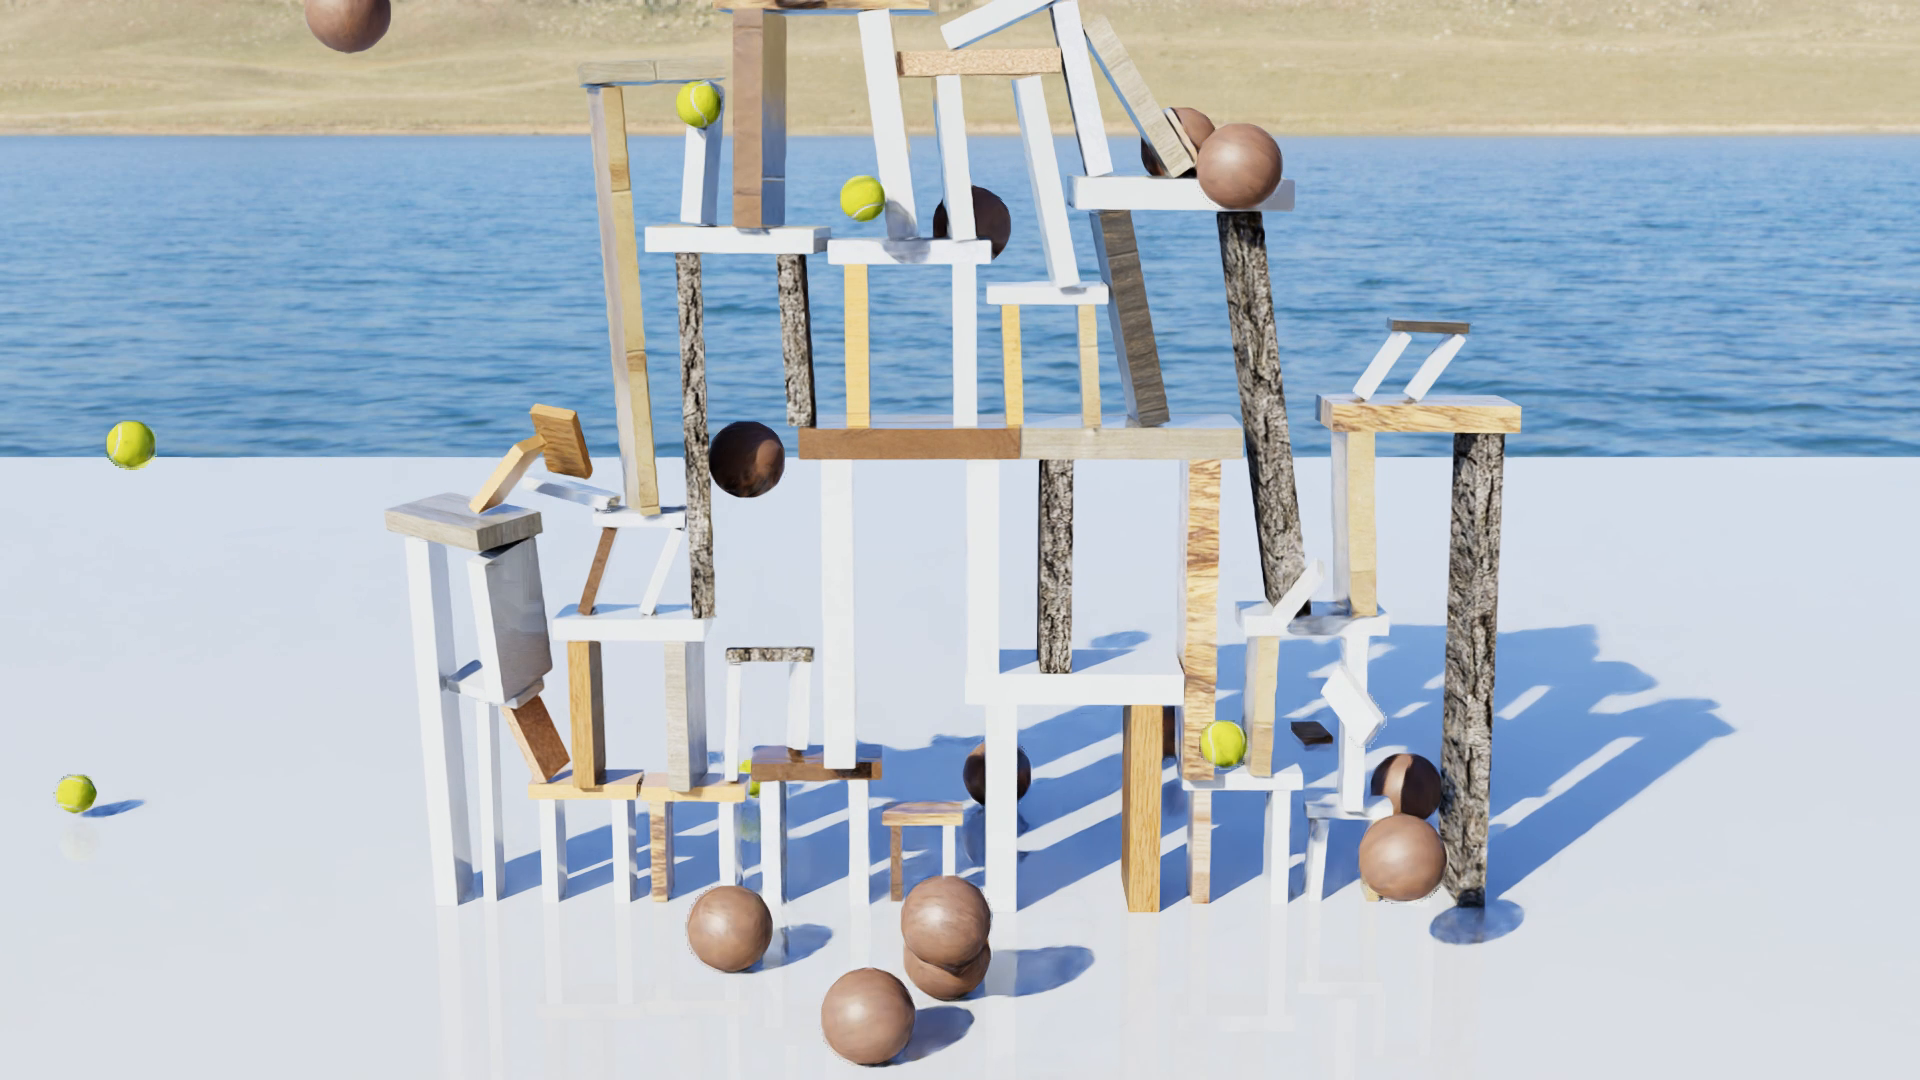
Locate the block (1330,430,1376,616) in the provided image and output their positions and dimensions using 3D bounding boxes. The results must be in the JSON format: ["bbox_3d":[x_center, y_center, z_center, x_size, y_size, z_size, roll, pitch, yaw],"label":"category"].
[{"bbox_3d":[0.636,-0.037,3.557,0.042,0.297,0.149,-3,11,-1],"label":"block"}]

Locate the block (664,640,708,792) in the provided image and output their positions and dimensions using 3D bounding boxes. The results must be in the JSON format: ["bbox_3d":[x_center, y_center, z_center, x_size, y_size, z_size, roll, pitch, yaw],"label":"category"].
[{"bbox_3d":[-0.448,0.275,3.604,0.034,0.248,0.121,1,10,8],"label":"block"}]

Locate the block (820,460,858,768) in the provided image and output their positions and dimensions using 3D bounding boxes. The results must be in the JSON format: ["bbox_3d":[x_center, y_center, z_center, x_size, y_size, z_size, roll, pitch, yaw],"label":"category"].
[{"bbox_3d":[-0.195,0.105,3.574,0.049,0.502,0.173,0,11,-1],"label":"block"}]

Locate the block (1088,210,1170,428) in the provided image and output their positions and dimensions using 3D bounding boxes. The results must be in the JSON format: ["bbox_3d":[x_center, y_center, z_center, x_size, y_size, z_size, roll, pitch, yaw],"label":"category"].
[{"bbox_3d":[0.268,-0.358,3.490,0.047,0.335,0.167,-12,12,0],"label":"block"}]

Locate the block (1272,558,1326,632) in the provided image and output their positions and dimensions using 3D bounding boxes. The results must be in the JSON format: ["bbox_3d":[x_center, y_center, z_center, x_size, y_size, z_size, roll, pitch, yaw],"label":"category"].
[{"bbox_3d":[0.530,0.085,3.445,0.016,0.115,0.058,32,25,-7],"label":"block"}]

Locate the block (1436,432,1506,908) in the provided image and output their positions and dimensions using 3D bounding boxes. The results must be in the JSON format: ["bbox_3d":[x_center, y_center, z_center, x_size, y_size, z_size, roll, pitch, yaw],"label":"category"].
[{"bbox_3d":[0.836,0.203,3.606,0.042,0.784,0.148,-1,11,-2],"label":"block"}]

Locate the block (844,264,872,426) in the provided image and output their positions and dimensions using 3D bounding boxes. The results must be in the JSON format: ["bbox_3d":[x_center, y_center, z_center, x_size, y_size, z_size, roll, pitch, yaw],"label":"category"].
[{"bbox_3d":[-0.162,-0.315,3.500,0.036,0.253,0.126,-1,11,-1],"label":"block"}]

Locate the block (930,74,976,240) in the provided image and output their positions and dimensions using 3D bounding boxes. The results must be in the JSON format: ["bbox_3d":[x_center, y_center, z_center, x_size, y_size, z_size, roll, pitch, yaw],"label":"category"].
[{"bbox_3d":[-0.011,-0.598,3.439,0.035,0.250,0.125,-7,11,-4],"label":"block"}]

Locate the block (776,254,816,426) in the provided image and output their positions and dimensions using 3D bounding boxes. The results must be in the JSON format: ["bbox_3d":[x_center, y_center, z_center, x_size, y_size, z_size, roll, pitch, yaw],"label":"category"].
[{"bbox_3d":[-0.259,-0.323,3.497,0.038,0.268,0.134,-3,10,0],"label":"block"}]

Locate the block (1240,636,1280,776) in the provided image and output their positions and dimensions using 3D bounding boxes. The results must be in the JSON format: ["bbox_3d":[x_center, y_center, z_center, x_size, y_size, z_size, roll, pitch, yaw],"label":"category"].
[{"bbox_3d":[0.489,0.258,3.600,0.033,0.231,0.116,2,10,-2],"label":"block"}]

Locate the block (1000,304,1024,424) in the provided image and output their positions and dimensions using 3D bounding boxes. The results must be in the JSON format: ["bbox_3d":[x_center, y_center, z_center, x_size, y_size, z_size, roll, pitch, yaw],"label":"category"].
[{"bbox_3d":[0.082,-0.285,3.502,0.027,0.189,0.094,-3,12,-1],"label":"block"}]

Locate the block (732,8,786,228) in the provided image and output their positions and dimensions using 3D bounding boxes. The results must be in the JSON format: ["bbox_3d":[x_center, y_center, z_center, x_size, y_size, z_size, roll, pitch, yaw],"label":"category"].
[{"bbox_3d":[-0.314,-0.658,3.447,0.047,0.329,0.164,2,10,8],"label":"block"}]

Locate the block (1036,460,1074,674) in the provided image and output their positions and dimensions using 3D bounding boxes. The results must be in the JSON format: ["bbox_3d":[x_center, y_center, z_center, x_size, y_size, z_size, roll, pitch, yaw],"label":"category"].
[{"bbox_3d":[0.154,0.027,3.563,0.049,0.347,0.173,0,11,0],"label":"block"}]

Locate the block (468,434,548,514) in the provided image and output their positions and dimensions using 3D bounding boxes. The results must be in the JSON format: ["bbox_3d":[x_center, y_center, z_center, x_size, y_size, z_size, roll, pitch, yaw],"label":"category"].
[{"bbox_3d":[-0.709,-0.103,3.448,0.020,0.141,0.071,45,26,4],"label":"block"}]

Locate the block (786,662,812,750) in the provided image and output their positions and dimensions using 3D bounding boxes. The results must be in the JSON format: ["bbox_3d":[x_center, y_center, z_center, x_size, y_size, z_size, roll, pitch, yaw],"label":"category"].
[{"bbox_3d":[-0.266,0.272,3.627,0.020,0.143,0.072,2,0,-17],"label":"block"}]

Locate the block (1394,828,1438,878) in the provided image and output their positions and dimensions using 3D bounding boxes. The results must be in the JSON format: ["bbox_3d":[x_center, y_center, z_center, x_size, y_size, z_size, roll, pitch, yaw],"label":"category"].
[{"bbox_3d":[0.815,0.543,3.824,0.058,0.016,0.277,6,8,23],"label":"block"}]

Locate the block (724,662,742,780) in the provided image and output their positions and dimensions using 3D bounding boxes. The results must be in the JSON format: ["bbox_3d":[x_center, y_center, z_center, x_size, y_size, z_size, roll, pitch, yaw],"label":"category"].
[{"bbox_3d":[-0.373,0.296,3.624,0.020,0.190,0.072,2,4,-3],"label":"block"}]

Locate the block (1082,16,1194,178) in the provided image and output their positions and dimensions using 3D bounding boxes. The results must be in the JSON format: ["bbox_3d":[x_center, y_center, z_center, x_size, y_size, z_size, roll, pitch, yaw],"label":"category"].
[{"bbox_3d":[0.273,-0.688,3.420,0.037,0.265,0.132,-32,10,6],"label":"block"}]

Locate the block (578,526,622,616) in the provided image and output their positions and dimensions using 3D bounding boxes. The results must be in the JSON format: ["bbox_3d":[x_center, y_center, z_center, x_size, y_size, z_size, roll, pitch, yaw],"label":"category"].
[{"bbox_3d":[-0.586,0.043,3.579,0.021,0.148,0.074,18,10,-4],"label":"block"}]

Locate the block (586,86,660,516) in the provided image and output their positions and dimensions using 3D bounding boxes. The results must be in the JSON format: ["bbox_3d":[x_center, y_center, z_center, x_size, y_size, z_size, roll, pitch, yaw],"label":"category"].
[{"bbox_3d":[-0.534,-0.377,3.491,0.031,0.672,0.109,-8,14,-21],"label":"block"}]

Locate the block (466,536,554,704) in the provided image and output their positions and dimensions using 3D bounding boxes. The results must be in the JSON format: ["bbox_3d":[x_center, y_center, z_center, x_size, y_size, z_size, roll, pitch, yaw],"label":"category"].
[{"bbox_3d":[-0.716,0.122,3.508,0.035,0.248,0.124,12,30,26],"label":"block"}]

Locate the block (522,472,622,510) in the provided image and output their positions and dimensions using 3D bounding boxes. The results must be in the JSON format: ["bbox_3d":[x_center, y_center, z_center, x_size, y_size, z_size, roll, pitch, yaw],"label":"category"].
[{"bbox_3d":[-0.630,-0.079,3.568,0.144,0.020,0.071,15,9,6],"label":"block"}]

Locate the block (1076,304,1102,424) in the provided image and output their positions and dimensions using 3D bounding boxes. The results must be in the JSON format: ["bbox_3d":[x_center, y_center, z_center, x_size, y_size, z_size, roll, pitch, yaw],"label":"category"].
[{"bbox_3d":[0.204,-0.284,3.500,0.027,0.189,0.095,-4,11,1],"label":"block"}]

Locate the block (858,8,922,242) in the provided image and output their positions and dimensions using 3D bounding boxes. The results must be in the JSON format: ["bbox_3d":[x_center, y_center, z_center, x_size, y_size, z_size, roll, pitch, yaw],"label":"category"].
[{"bbox_3d":[-0.108,-0.646,3.433,0.047,0.346,0.164,-7,10,2],"label":"block"}]

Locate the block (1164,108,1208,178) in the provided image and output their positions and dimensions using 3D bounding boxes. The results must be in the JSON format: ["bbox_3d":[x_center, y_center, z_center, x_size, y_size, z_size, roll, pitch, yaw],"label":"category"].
[{"bbox_3d":[0.350,-0.620,3.433,0.016,0.115,0.058,-32,10,5],"label":"block"}]

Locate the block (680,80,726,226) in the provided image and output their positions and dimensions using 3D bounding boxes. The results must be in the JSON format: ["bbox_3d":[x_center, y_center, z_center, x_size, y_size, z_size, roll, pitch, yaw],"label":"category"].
[{"bbox_3d":[-0.405,-0.610,3.475,0.031,0.219,0.109,6,7,6],"label":"block"}]

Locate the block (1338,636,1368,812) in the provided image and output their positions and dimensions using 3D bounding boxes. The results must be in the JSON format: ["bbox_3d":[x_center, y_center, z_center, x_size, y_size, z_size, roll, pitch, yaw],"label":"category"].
[{"bbox_3d":[0.644,0.287,3.609,0.033,0.293,0.116,1,11,5],"label":"block"}]

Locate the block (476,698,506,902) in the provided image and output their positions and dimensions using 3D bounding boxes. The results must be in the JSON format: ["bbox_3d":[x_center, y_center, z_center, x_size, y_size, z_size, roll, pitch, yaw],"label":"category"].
[{"bbox_3d":[-0.775,0.420,3.634,0.020,0.346,0.072,0,11,0],"label":"block"}]

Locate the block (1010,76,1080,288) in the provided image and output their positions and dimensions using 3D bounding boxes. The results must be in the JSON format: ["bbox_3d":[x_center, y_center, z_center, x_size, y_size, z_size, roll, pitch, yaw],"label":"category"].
[{"bbox_3d":[0.133,-0.562,3.439,0.035,0.323,0.125,-12,12,-1],"label":"block"}]

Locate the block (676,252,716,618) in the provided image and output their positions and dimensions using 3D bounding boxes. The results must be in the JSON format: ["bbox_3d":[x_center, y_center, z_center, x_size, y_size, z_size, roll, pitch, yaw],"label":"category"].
[{"bbox_3d":[-0.426,-0.173,3.550,0.038,0.584,0.134,-3,10,-7],"label":"block"}]

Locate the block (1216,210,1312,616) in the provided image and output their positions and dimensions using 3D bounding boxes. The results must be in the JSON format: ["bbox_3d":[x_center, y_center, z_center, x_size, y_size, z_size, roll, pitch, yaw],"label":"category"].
[{"bbox_3d":[0.486,-0.205,3.520,0.047,0.642,0.167,-9,11,0],"label":"block"}]

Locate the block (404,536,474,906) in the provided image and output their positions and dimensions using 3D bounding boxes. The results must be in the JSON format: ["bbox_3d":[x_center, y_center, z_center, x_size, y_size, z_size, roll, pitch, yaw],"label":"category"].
[{"bbox_3d":[-0.854,0.287,3.613,0.035,0.615,0.124,-2,11,0],"label":"block"}]

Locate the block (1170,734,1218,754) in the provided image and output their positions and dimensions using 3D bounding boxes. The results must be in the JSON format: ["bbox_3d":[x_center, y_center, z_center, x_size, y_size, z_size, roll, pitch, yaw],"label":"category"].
[{"bbox_3d":[0.483,0.421,4.533,0.058,0.016,0.115,-3,11,-18],"label":"block"}]

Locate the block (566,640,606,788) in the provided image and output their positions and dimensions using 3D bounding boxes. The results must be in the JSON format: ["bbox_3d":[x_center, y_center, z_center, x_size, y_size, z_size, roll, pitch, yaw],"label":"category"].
[{"bbox_3d":[-0.611,0.272,3.606,0.034,0.242,0.121,-1,11,0],"label":"block"}]

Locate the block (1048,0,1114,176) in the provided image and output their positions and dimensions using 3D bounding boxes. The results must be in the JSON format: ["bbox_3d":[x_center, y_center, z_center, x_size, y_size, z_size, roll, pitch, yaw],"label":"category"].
[{"bbox_3d":[0.188,-0.702,3.423,0.037,0.265,0.132,-13,11,3],"label":"block"}]

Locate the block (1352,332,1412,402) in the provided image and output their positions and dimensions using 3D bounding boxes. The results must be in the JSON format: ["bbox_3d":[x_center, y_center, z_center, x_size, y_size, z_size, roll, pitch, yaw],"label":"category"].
[{"bbox_3d":[0.673,-0.280,3.510,0.017,0.122,0.061,33,9,-6],"label":"block"}]

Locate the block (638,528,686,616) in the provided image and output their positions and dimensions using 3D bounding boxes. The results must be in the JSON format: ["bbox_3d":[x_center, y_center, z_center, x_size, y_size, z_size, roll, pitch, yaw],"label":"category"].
[{"bbox_3d":[-0.484,0.045,3.580,0.021,0.148,0.074,22,9,-7],"label":"block"}]

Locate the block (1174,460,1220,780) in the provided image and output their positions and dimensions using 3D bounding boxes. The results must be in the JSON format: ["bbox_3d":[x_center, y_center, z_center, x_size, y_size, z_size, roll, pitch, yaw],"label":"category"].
[{"bbox_3d":[0.385,0.114,3.579,0.049,0.522,0.173,0,11,0],"label":"block"}]

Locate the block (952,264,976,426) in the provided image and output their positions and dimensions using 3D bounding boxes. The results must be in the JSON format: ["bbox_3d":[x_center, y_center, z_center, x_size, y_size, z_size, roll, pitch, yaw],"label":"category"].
[{"bbox_3d":[0.007,-0.316,3.501,0.036,0.253,0.126,-1,11,-1],"label":"block"}]

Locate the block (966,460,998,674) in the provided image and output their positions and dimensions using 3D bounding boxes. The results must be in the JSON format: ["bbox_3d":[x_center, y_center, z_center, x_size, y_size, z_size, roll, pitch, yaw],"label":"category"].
[{"bbox_3d":[0.035,0.028,3.561,0.049,0.346,0.173,0,11,-1],"label":"block"}]

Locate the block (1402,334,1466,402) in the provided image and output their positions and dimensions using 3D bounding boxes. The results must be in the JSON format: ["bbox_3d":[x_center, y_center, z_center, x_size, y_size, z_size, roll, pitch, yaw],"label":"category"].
[{"bbox_3d":[0.756,-0.278,3.510,0.017,0.122,0.061,35,8,-7],"label":"block"}]

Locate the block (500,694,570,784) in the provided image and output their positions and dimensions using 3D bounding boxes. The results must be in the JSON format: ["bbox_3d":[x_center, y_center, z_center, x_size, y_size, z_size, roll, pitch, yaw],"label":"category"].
[{"bbox_3d":[-0.693,0.317,3.597,0.020,0.144,0.072,-12,19,31],"label":"block"}]
